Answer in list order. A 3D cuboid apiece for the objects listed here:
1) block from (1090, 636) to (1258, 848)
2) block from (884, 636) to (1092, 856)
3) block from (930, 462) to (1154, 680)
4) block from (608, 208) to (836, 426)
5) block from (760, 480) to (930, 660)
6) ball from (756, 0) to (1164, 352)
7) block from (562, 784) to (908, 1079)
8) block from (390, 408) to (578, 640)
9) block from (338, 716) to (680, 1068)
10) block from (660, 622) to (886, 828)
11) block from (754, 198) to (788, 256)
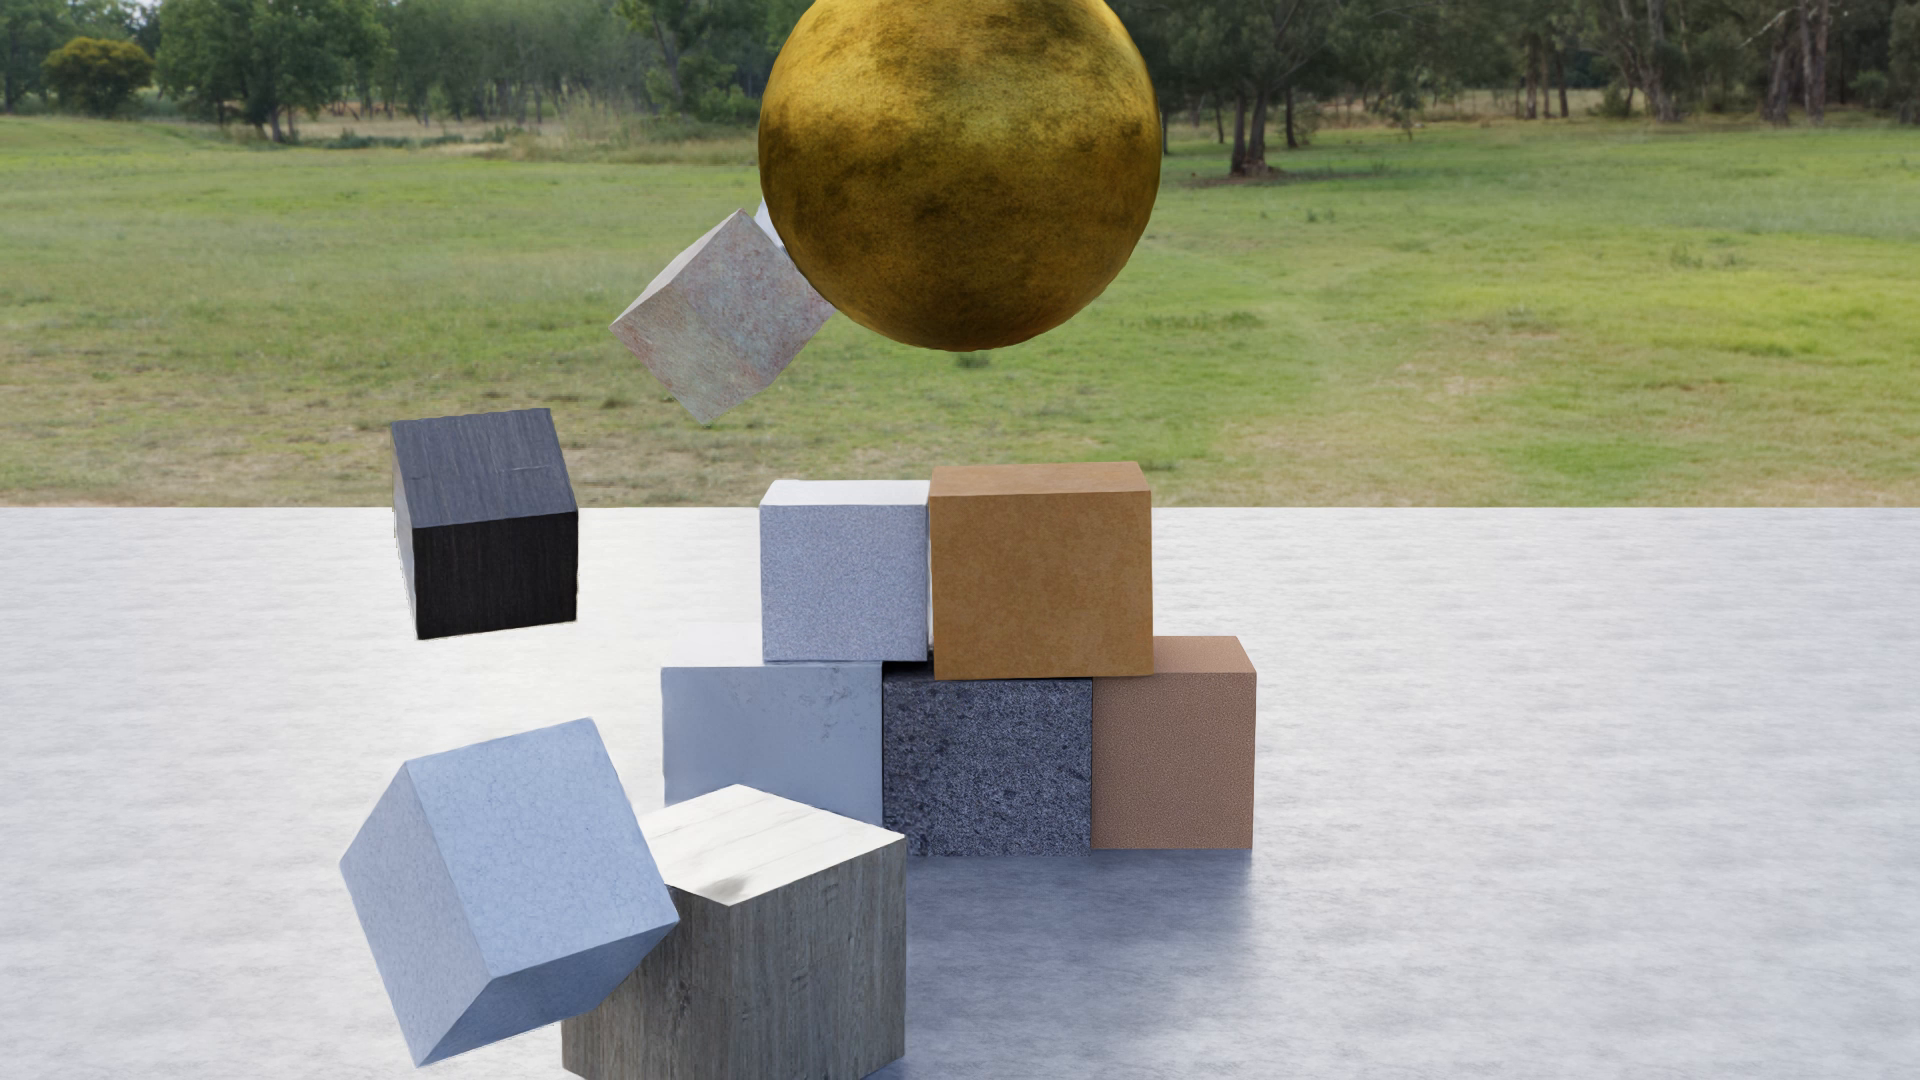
[{"bbox_3d":[1.063,1.029,11.362,0.812,0.910,0.823,0,10,0],"label":"block"},{"bbox_3d":[0.136,1.041,11.356,1.023,0.888,1.045,0,10,0],"label":"block"},{"bbox_3d":[0.404,0.136,11.211,1.075,0.915,1.002,-1,10,1],"label":"block"},{"bbox_3d":[-1.120,-1.041,10.342,0.675,0.647,0.571,-22,25,55],"label":"block"},{"bbox_3d":[-0.569,0.143,11.209,0.816,0.785,0.783,0,10,1],"label":"block"},{"bbox_3d":[0.000,-1.545,8.695,1.600,1.600,1.600,0,10,0],"label":"ball"},{"bbox_3d":[-0.855,1.562,8.330,0.907,0.897,0.940,11,16,38],"label":"block"},{"bbox_3d":[-1.903,-0.071,8.800,0.629,0.586,0.656,-7,43,-18],"label":"block"},{"bbox_3d":[-1.550,1.195,7.485,0.691,0.779,0.816,-12,-24,-38],"label":"block"},{"bbox_3d":[-0.925,1.004,11.360,1.083,0.961,1.004,0,10,0],"label":"block"},{"bbox_3d":[-0.708,-1.475,10.928,0.491,0.486,0.483,-12,-41,42],"label":"block"}]
